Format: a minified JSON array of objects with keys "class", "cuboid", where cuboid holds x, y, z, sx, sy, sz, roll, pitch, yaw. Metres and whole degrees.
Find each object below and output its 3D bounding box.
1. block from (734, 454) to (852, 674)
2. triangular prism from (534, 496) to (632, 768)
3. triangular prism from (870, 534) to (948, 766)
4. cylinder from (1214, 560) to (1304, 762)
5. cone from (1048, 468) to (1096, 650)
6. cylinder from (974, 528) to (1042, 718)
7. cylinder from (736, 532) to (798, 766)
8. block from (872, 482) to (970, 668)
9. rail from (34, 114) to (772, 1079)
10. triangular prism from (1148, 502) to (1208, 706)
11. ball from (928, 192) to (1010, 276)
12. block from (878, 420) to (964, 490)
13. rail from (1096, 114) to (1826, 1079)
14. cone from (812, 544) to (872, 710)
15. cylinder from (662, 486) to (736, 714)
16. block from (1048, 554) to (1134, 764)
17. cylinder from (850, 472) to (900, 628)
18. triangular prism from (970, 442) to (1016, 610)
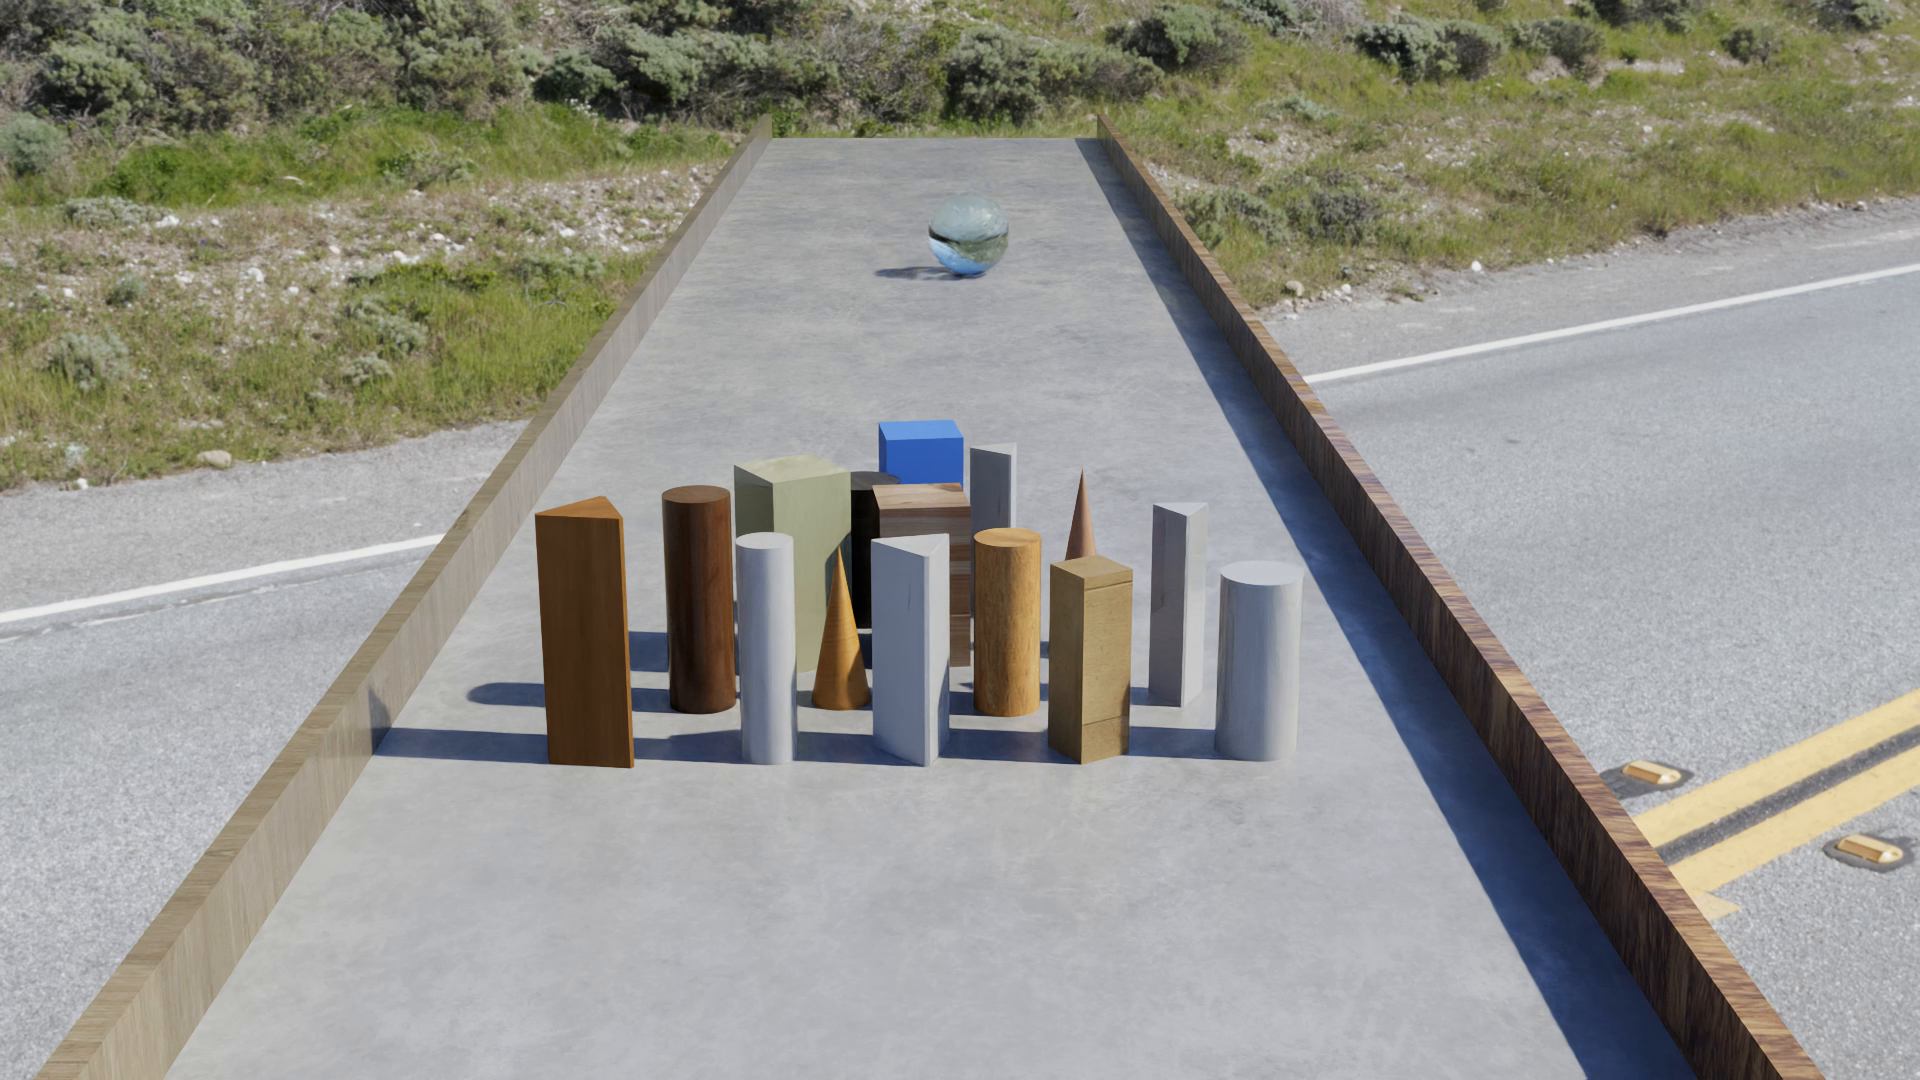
[{"class":"block","cuboid":[-0.331,0.048,4.374,0.169,0.395,0.169,-10,19,-30]},{"class":"triangular prism","cuboid":[-0.642,0.160,3.886,0.155,0.458,0.134,3,17,9]},{"class":"triangular prism","cuboid":[-0.064,0.188,3.912,0.140,0.389,0.121,16,23,42]},{"class":"cylinder","cuboid":[0.533,0.215,3.926,0.147,0.329,0.147,0,17,0]},{"class":"cone","cuboid":[0.243,0.039,4.413,0.131,0.388,0.131,0,17,0]},{"class":"cylinder","cuboid":[0.088,0.154,4.125,0.125,0.333,0.125,0,17,0]},{"class":"cylinder","cuboid":[-0.340,0.192,3.879,0.102,0.400,0.102,0,17,0]},{"class":"block","cuboid":[-0.078,0.071,4.408,0.178,0.331,0.178,-2,17,-7]},{"class":"rail","cuboid":[-1.118,-0.838,7.780,0.050,0.150,12.000,0,17,-1]},{"class":"triangular prism","cuboid":[0.429,0.117,4.173,0.089,0.377,0.103,-11,20,-33]},{"class":"ball","cuboid":[0.037,-1.218,8.755,0.324,0.324,0.324,0,17,0]},{"class":"block","cuboid":[-0.087,-0.078,4.888,0.168,0.343,0.168,-2,17,-8]},{"class":"rail","cuboid":[0.932,-0.844,7.801,0.050,0.150,12.000,0,17,-1]},{"class":"cone","cuboid":[-0.227,0.156,4.155,0.115,0.312,0.115,0,17,0]},{"class":"cylinder","cuboid":[-0.488,0.112,4.127,0.127,0.412,0.127,0,17,0]},{"class":"block","cuboid":[0.231,0.212,3.909,0.104,0.345,0.104,-10,19,-31]},{"class":"cylinder","cuboid":[-0.203,0.020,4.632,0.153,0.301,0.153,0,17,0]},{"class":"triangular prism","cuboid":[0.090,-0.024,4.674,0.105,0.360,0.091,12,21,36]}]
